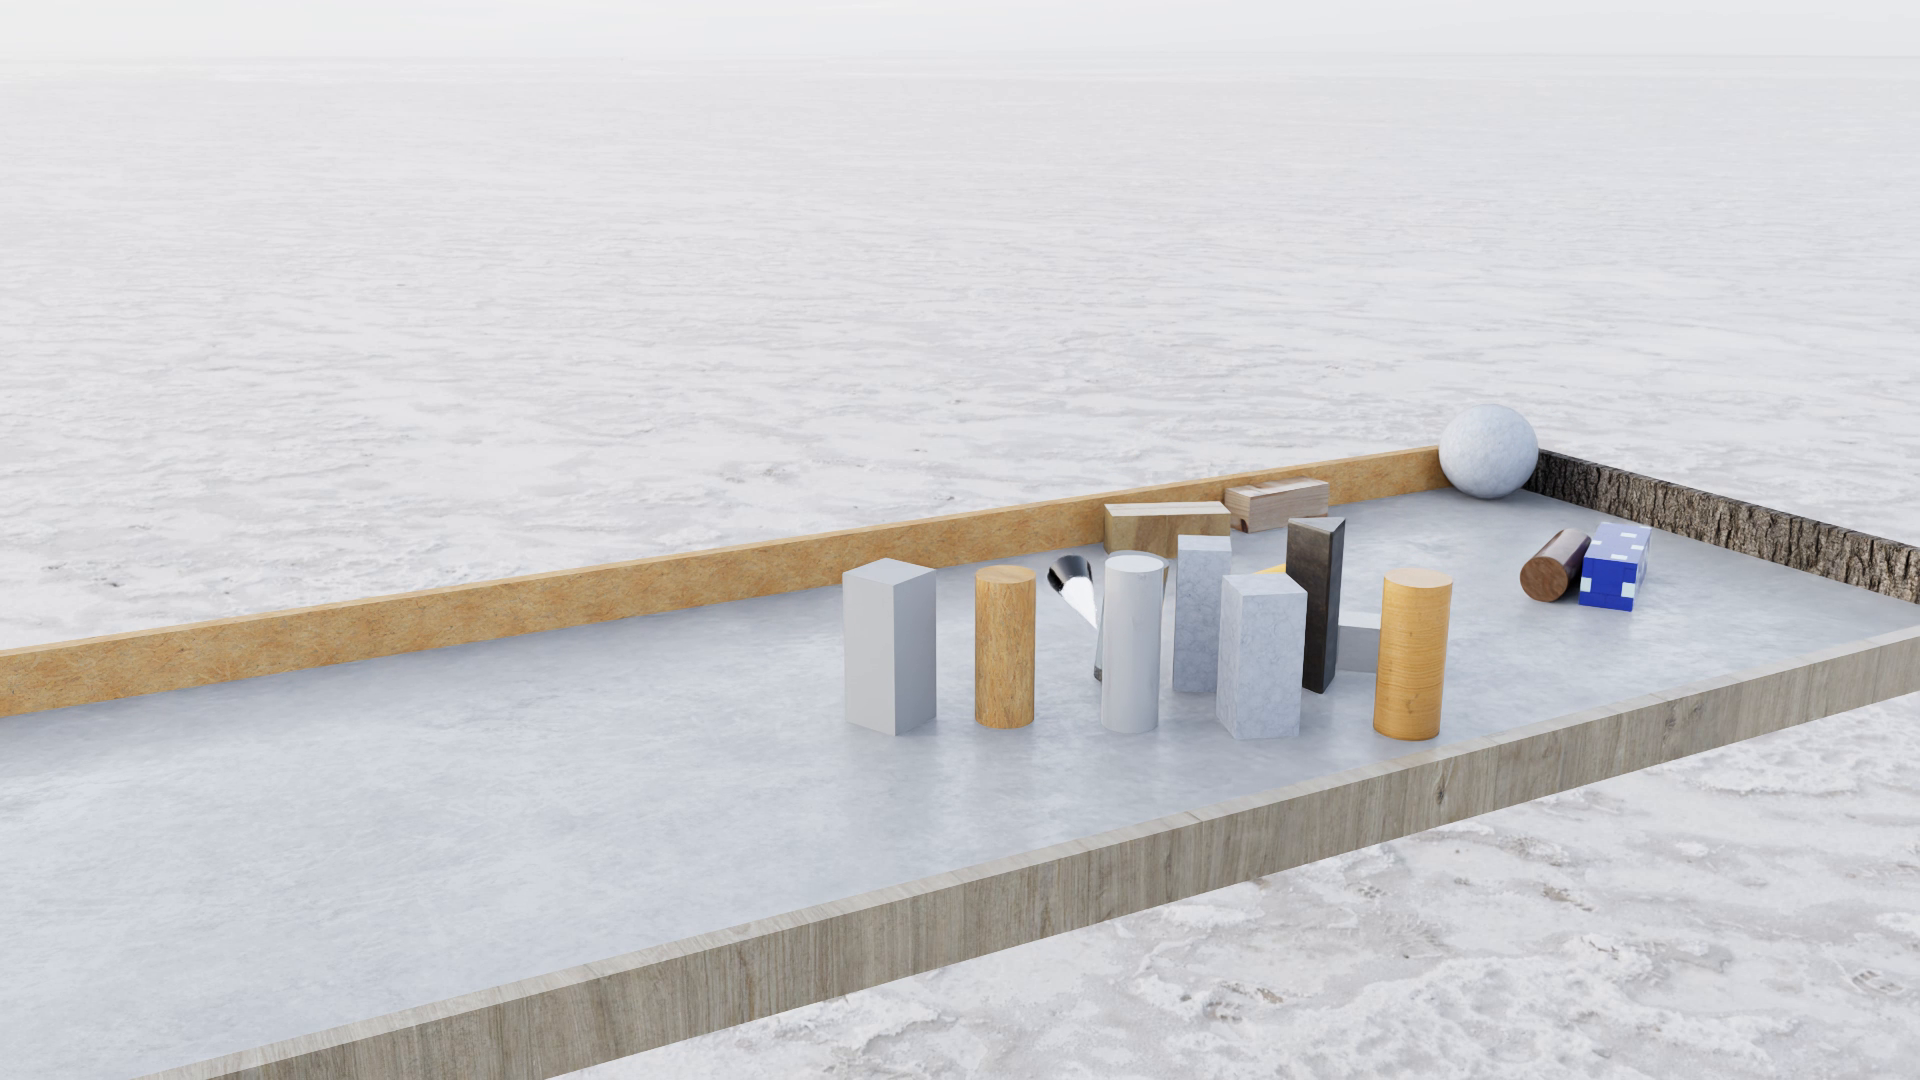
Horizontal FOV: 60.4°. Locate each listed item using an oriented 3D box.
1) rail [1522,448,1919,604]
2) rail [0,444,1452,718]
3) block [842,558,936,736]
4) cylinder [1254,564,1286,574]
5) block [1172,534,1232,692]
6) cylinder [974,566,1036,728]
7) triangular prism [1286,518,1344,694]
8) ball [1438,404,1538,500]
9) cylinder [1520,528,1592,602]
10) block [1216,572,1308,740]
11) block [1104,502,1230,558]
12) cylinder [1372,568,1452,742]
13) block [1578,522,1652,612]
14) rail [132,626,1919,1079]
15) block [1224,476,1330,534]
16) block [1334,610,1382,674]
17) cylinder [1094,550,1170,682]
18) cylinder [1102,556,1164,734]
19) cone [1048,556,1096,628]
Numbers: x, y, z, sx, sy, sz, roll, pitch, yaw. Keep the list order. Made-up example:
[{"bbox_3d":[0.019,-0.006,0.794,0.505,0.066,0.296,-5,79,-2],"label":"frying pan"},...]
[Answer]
[{"bbox_3d":[2.466,-0.048,5.253,0.050,0.150,2.100,-9,18,-27],"label":"rail"},{"bbox_3d":[-3.305,0.497,3.399,12.000,0.150,0.050,-9,18,-27],"label":"rail"},{"bbox_3d":[-0.163,0.248,3.862,0.153,0.367,0.153,12,20,36],"label":"block"},{"bbox_3d":[0.798,0.166,4.552,0.377,0.135,0.135,-14,21,-39],"label":"cylinder"},{"bbox_3d":[0.598,0.182,4.086,0.127,0.366,0.127,2,16,7],"label":"block"},{"bbox_3d":[0.106,0.250,3.870,0.141,0.357,0.141,0,16,0],"label":"cylinder"},{"bbox_3d":[0.899,0.154,4.093,0.122,0.416,0.141,-11,20,-34],"label":"triangular prism"},{"bbox_3d":[1.865,-0.313,5.823,0.337,0.337,0.337,0,16,0],"label":"ball"},{"bbox_3d":[1.768,0.072,4.874,0.134,0.134,0.350,10,19,31],"label":"cylinder"},{"bbox_3d":[0.697,0.267,3.828,0.152,0.348,0.152,-2,17,-8],"label":"block"},{"bbox_3d":[0.651,-0.030,5.205,0.374,0.143,0.143,-2,16,-5],"label":"block"},{"bbox_3d":[1.043,0.263,3.804,0.151,0.370,0.151,0,16,0],"label":"cylinder"},{"bbox_3d":[1.929,0.074,4.849,0.143,0.143,0.411,8,18,26],"label":"block"},{"bbox_3d":[-2.336,1.006,1.665,12.000,0.150,0.050,-9,18,-27],"label":"rail"},{"bbox_3d":[1.065,-0.121,5.545,0.351,0.125,0.125,-10,19,-30],"label":"block"},{"bbox_3d":[1.012,0.260,4.256,0.449,0.120,0.120,5,17,16],"label":"block"},{"bbox_3d":[0.425,0.197,4.106,0.150,0.313,0.150,5,17,-2],"label":"cylinder"},{"bbox_3d":[0.400,0.242,3.835,0.134,0.393,0.134,0,16,0],"label":"cylinder"},{"bbox_3d":[0.347,0.172,4.656,0.130,0.130,0.302,-3,29,-11],"label":"cone"}]
